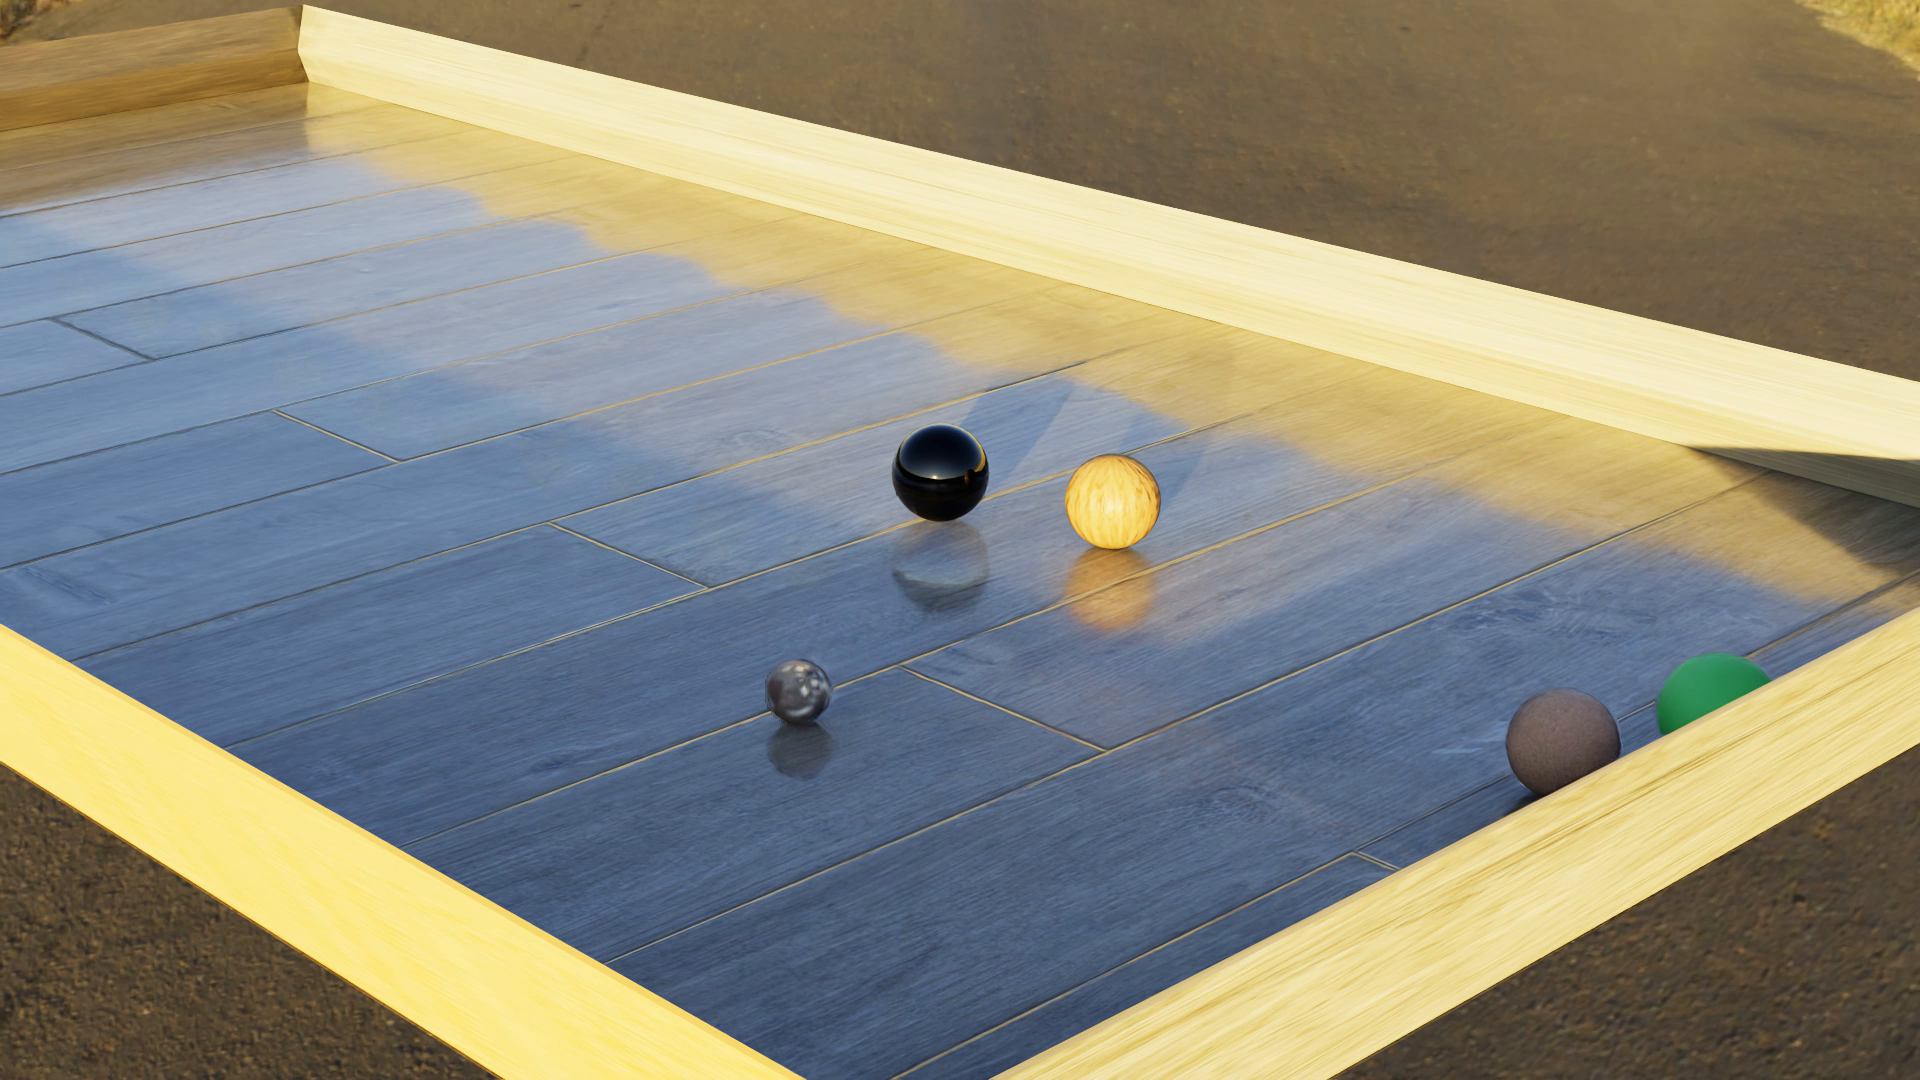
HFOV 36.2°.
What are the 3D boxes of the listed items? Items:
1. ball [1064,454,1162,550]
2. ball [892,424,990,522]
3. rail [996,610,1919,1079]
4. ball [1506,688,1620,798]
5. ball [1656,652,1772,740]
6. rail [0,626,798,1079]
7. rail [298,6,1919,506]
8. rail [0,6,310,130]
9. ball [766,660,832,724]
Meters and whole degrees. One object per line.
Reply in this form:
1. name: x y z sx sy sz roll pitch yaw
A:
1. ball: 0.145 -0.037 2.790 0.091 0.091 0.091 0 20 0
2. ball: -0.019 -0.066 2.861 0.096 0.096 0.096 0 20 0
3. rail: 0.540 0.174 2.170 1.651 0.125 0.045 -19 27 -41
4. ball: 0.466 0.158 2.272 0.087 0.087 0.087 0 20 0
5. ball: 0.597 0.136 2.318 0.096 0.096 0.096 0 20 0
6. rail: -1.132 -0.025 2.708 0.045 0.125 3.198 -19 27 -41
7. rail: 0.020 -0.414 3.754 0.045 0.125 3.198 -19 27 -41
8. rail: -1.652 -0.614 4.292 1.651 0.125 0.045 -19 27 -41
9. ball: -0.132 0.124 2.411 0.053 0.053 0.053 0 20 0
